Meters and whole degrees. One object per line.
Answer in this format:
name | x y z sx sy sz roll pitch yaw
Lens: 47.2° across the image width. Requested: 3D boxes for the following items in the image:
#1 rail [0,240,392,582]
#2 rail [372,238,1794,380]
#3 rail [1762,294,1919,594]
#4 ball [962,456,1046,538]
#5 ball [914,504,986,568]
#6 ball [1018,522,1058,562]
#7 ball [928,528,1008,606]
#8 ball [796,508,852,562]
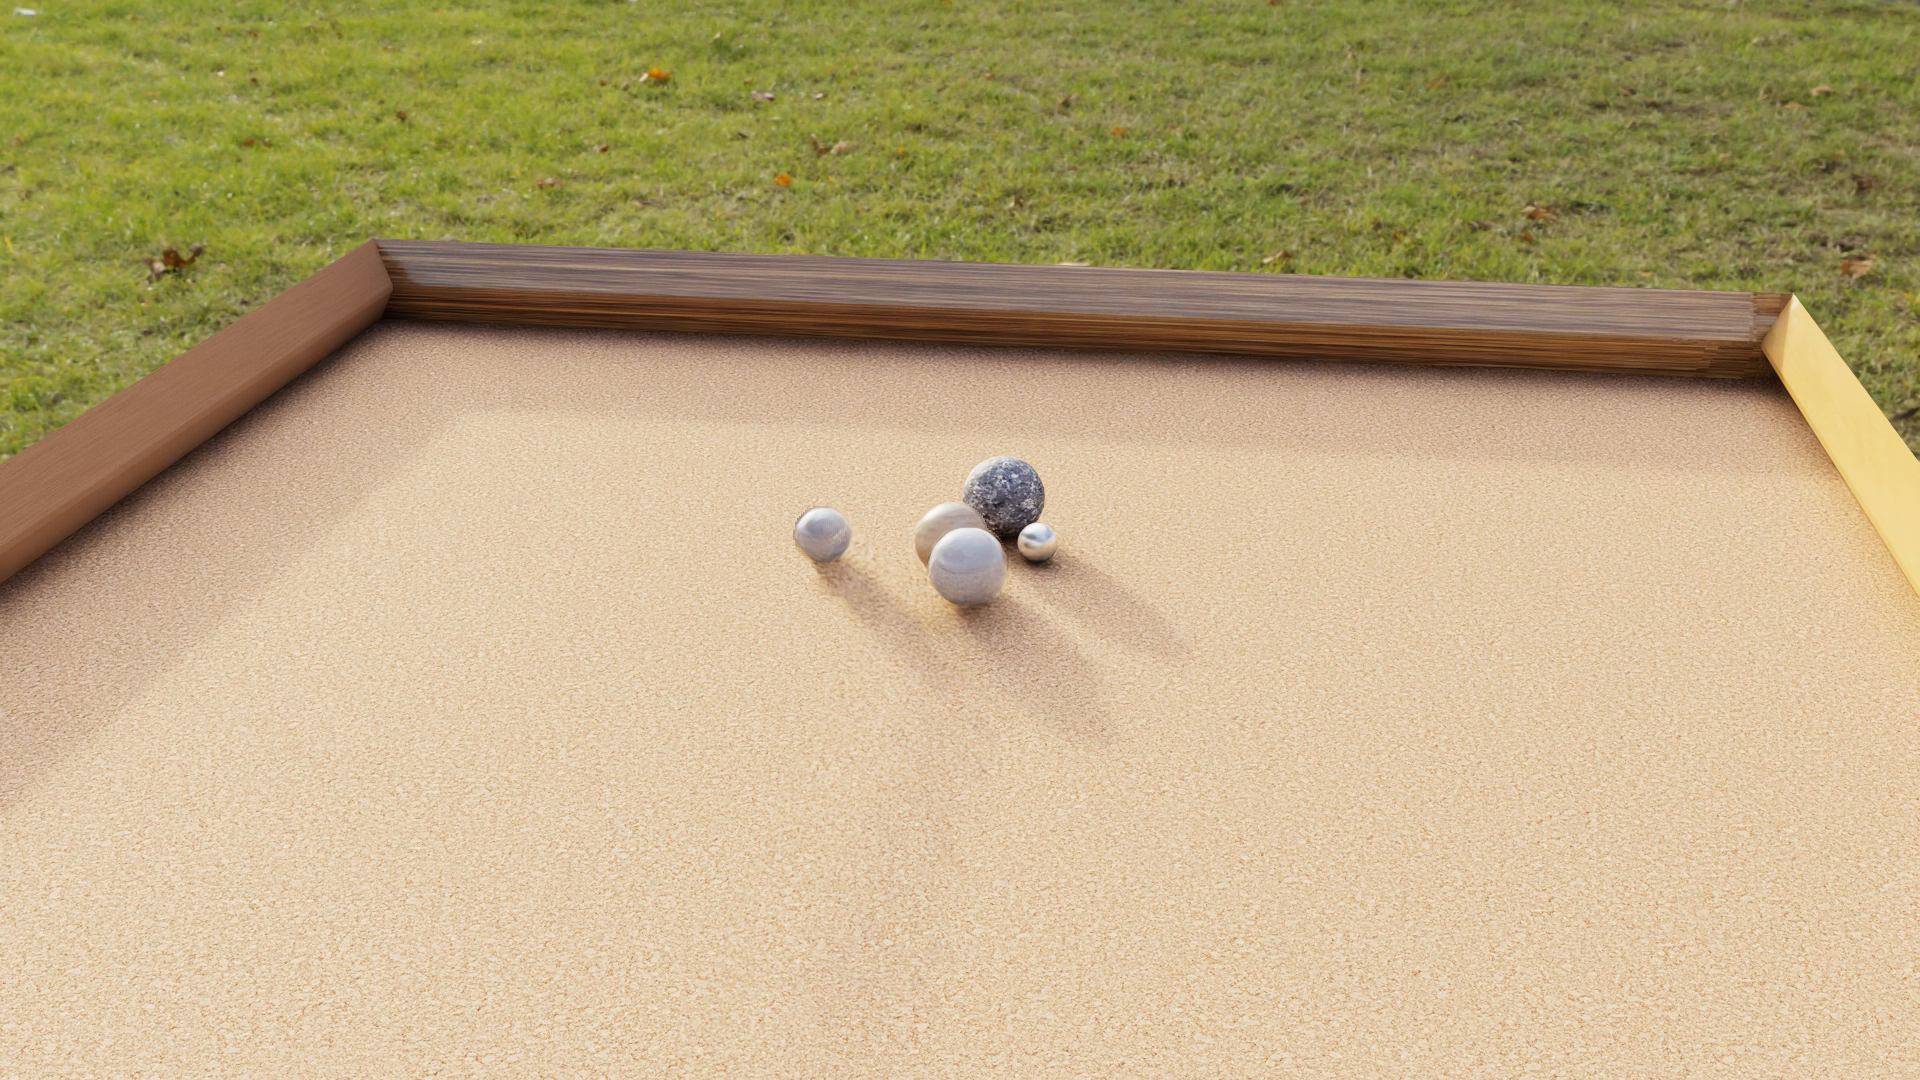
rail | -1.153 0.243 1.791 0.045 0.126 3.540 3 22 8
rail | 0.131 -0.339 3.249 2.109 0.126 0.045 3 22 8
rail | 0.884 0.359 1.501 0.045 0.126 3.540 3 22 8
ball | 0.051 -0.050 2.566 0.097 0.097 0.097 0 22 0
ball | -0.010 0.000 2.461 0.083 0.083 0.083 0 22 0
ball | 0.089 0.003 2.503 0.046 0.046 0.046 0 22 0
ball | 0.009 0.029 2.384 0.086 0.086 0.086 0 22 0
ball | -0.155 -0.005 2.502 0.063 0.063 0.063 0 22 0
